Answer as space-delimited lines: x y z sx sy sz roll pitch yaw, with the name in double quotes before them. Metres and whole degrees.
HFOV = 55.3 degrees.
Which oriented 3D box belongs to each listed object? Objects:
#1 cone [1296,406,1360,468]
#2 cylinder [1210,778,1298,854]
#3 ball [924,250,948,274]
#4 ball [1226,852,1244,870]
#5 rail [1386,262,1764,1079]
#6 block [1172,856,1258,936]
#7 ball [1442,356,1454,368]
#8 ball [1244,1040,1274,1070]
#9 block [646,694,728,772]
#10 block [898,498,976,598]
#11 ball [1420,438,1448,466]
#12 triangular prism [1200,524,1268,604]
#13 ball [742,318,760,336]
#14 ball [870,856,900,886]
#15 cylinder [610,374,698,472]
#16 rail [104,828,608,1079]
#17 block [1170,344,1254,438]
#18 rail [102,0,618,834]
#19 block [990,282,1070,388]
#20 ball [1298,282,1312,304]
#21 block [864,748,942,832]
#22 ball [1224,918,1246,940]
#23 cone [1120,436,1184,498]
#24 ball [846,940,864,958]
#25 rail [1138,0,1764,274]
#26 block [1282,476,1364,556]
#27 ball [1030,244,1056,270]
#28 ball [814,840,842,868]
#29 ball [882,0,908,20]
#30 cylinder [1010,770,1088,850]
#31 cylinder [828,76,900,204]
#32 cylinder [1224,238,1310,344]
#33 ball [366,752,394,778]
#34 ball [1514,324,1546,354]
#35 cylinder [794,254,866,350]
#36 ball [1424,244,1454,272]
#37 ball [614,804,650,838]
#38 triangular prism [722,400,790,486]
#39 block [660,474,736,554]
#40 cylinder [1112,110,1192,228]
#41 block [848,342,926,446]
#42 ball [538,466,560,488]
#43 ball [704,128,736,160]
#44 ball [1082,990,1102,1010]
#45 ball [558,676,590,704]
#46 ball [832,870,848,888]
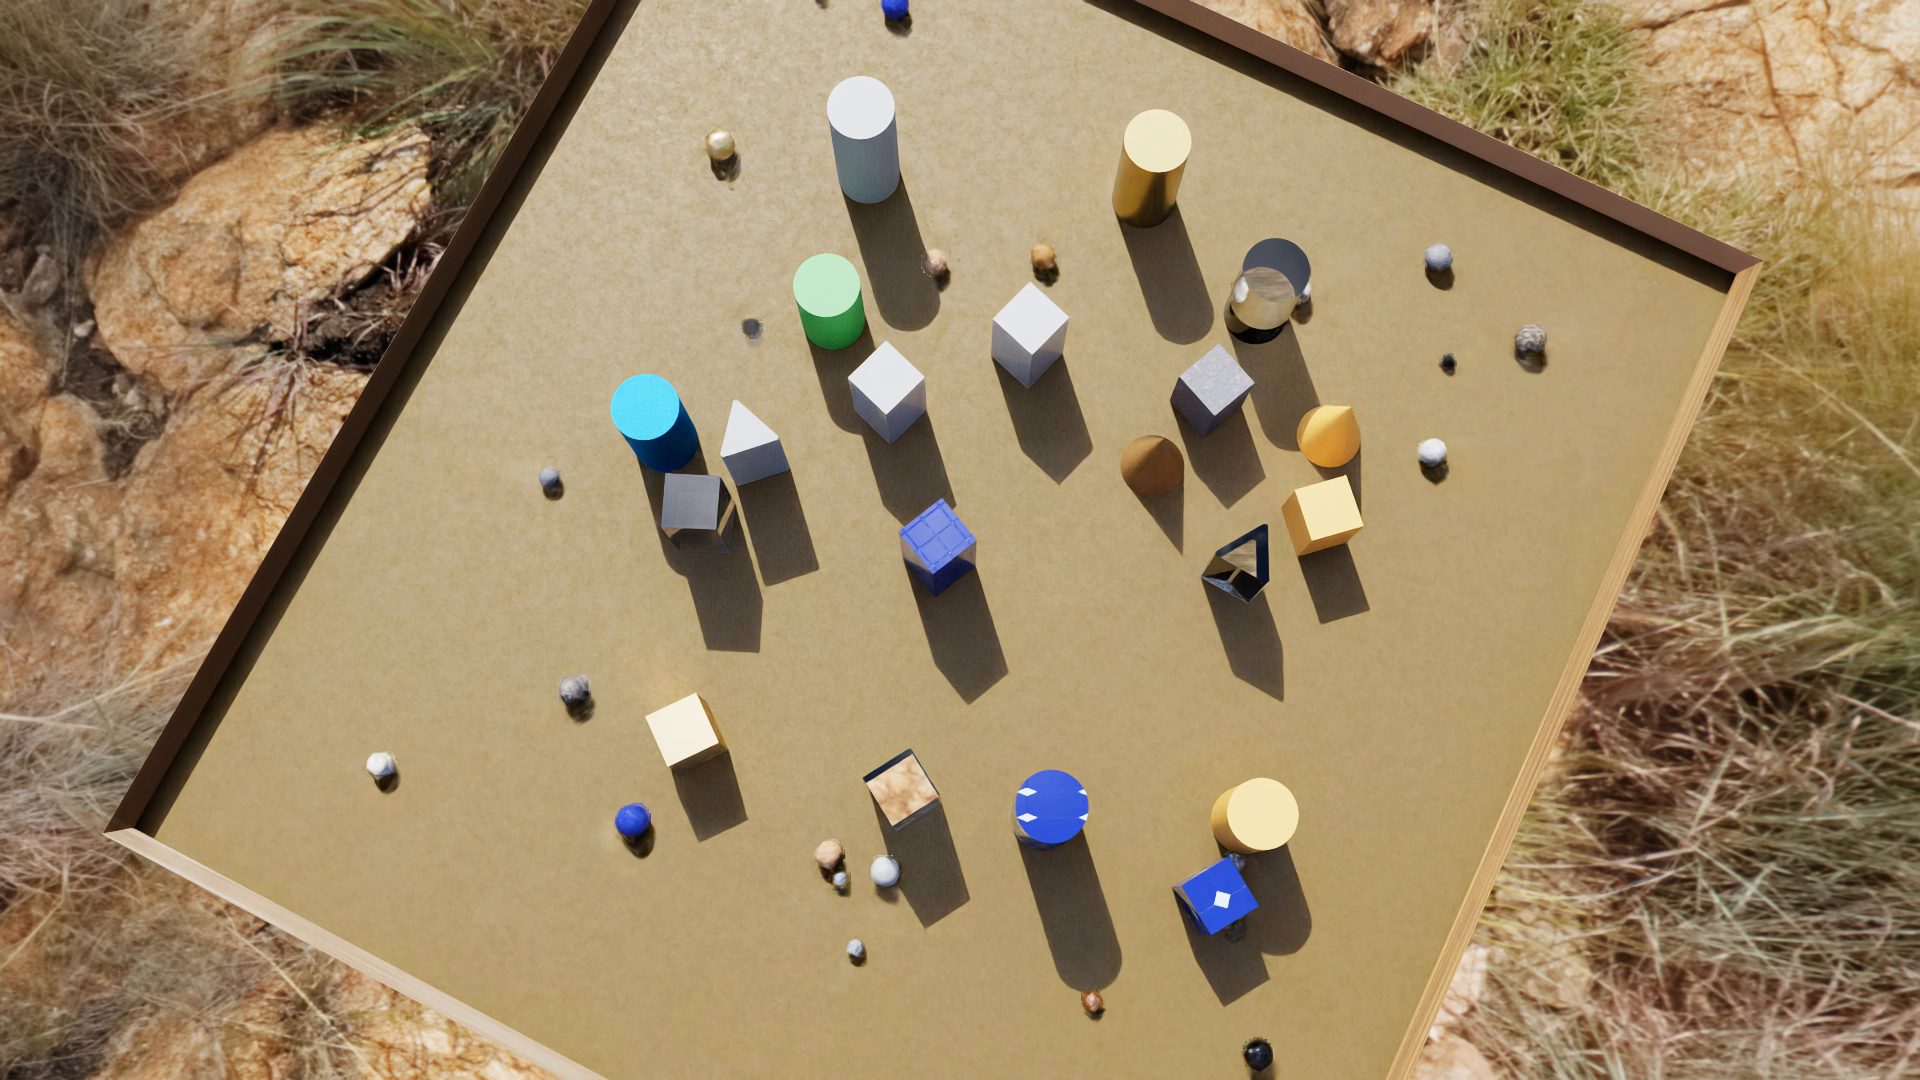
"cone" 1.144 -0.356 5.520 0.199 0.334 0.199 0 78 0
"cylinder" 0.844 0.798 5.276 0.199 0.343 0.199 0 78 0
"ball" -0.078 -0.874 5.758 0.077 0.077 0.077 0 78 0
"ball" 0.808 0.946 5.387 0.055 0.055 0.055 0 78 0
"rail" 1.618 0.799 5.384 0.045 0.129 3.791 26 80 5
"block" 0.733 1.027 5.281 0.159 0.241 0.159 -30 80 -6
"ball" 1.521 -0.556 5.711 0.040 0.040 0.040 0 78 0
"ball" 0.858 1.479 5.267 0.086 0.086 0.086 0 78 0
"block" -0.798 0.568 5.377 0.159 0.240 0.159 -25 79 -5
"block" -0.064 0.027 5.415 0.159 0.383 0.159 -38 81 -7
"ball" 1.454 -0.269 5.630 0.084 0.084 0.084 0 78 0
"triangular prism" 0.844 0.052 5.428 0.172 0.348 0.149 30 80 6
"ball" -0.652 -0.664 5.724 0.059 0.059 0.059 0 78 0
"ball" -0.219 0.971 5.371 0.088 0.088 0.088 0 78 0
"cylinder" -0.911 -0.346 5.491 0.199 0.387 0.199 0 78 0
"rail" -0.837 1.646 5.209 3.665 0.129 0.045 26 80 5
"block" 0.764 -0.451 5.576 0.159 0.263 0.159 -39 81 -7
"rail" -1.618 -0.785 5.712 0.045 0.129 3.791 26 80 5
"block" 0.209 -0.616 5.562 0.159 0.358 0.159 43 82 8
"ball" 1.056 -0.780 5.732 0.086 0.086 0.086 0 78 0
"block" -0.165 0.725 5.299 0.159 0.329 0.159 -32 80 -6
"ball" 0.802 1.133 5.348 0.067 0.067 0.067 0 78 0
"cone" 0.595 -0.262 5.501 0.199 0.334 0.199 0 78 0
"ball" -0.306 1.191 5.344 0.052 0.052 0.052 0 78 0
"rail" 0.837 -1.633 5.888 3.665 0.129 0.045 26 80 5
"block" 1.085 -0.070 5.507 0.159 0.244 0.159 -16 79 -3
"ball" 0.262 -0.891 5.760 0.080 0.080 0.080 0 78 0
"ball" -0.386 0.923 5.384 0.081 0.081 0.081 0 78 0
"ball" -0.210 -1.731 5.929 0.089 0.089 0.089 0 78 0
"cylinder" 0.250 0.772 5.213 0.199 0.477 0.199 0 78 0
"cylinder" -0.291 -1.219 5.617 0.199 0.494 0.199 0 78 0
"cylinder" 0.928 -0.751 5.567 0.199 0.401 0.199 0 78 0
"ball" -1.721 0.668 5.438 0.078 0.078 0.078 0 78 0
"ball" 1.774 -0.625 5.697 0.095 0.095 0.095 0 78 0
"cylinder" -0.397 -0.726 5.604 0.199 0.318 0.199 0 78 0
"ball" 1.505 -0.887 5.756 0.087 0.087 0.087 0 78 0
"ball" -0.965 0.827 5.395 0.099 0.099 0.099 0 78 0
"triangular prism" -0.631 -0.301 5.492 0.172 0.366 0.149 -18 79 -4
"block" -0.775 -0.075 5.451 0.159 0.355 0.159 3 78 1
"cylinder" 0.583 -1.132 5.623 0.199 0.447 0.199 0 78 0
"block" -0.216 -0.439 5.527 0.159 0.353 0.159 44 82 8
"ball" -1.261 -0.192 5.624 0.064 0.064 0.064 0 78 0
"ball" -0.763 -1.258 5.826 0.099 0.099 0.099 0 78 0
"ball" 0.383 1.335 5.311 0.057 0.057 0.057 0 78 0
"ball" -1.154 0.449 5.478 0.089 0.089 0.089 0 78 0
"ball" -0.352 0.995 5.385 0.051 0.051 0.051 0 78 0
